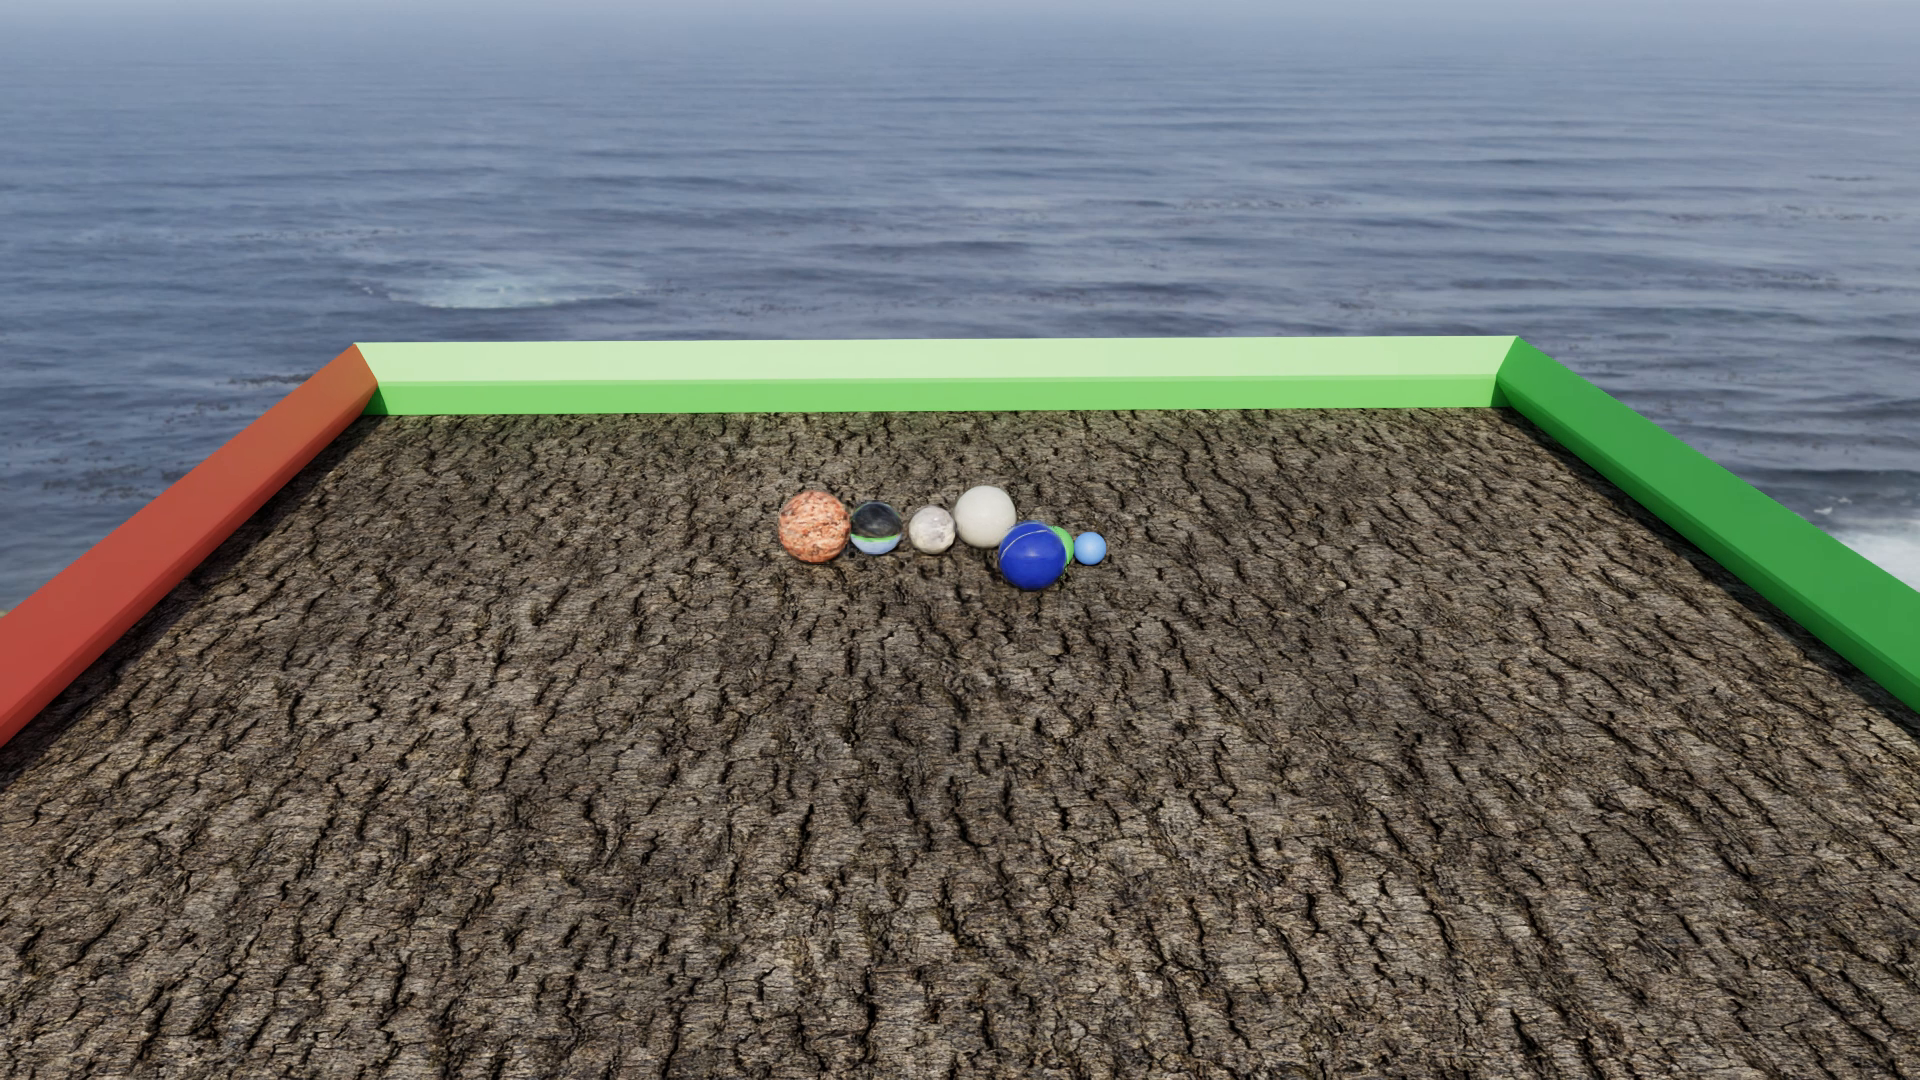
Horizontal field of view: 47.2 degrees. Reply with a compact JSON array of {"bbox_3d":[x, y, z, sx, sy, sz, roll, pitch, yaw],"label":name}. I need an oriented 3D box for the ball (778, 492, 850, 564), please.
[{"bbox_3d":[-0.189,-0.016,2.854,0.094,0.094,0.094,0,15,0],"label":"ball"}]

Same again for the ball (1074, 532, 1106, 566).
[{"bbox_3d":[0.168,0.011,2.850,0.044,0.044,0.044,0,15,0],"label":"ball"}]

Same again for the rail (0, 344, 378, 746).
[{"bbox_3d":[-0.933,0.240,1.872,0.045,0.122,3.852,-1,15,-2],"label":"rail"}]

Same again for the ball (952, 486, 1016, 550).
[{"bbox_3d":[0.033,-0.030,2.922,0.084,0.084,0.084,0,15,0],"label":"ball"}]

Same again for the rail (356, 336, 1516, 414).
[{"bbox_3d":[-0.032,-0.276,3.735,1.981,0.122,0.045,-1,15,-2],"label":"rail"}]

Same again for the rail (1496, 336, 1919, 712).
[{"bbox_3d":[0.999,0.222,1.935,0.045,0.122,3.852,-1,15,-2],"label":"rail"}]

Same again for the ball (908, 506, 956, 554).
[{"bbox_3d":[-0.036,-0.012,2.897,0.063,0.063,0.063,0,15,0],"label":"ball"}]

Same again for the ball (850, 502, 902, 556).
[{"bbox_3d":[-0.111,-0.015,2.894,0.071,0.071,0.071,0,15,0],"label":"ball"}]

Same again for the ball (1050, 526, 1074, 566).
[{"bbox_3d":[0.118,0.011,2.823,0.058,0.058,0.058,0,15,0],"label":"ball"}]

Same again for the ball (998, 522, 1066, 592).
[{"bbox_3d":[0.090,0.021,2.736,0.086,0.086,0.086,0,15,0],"label":"ball"}]
